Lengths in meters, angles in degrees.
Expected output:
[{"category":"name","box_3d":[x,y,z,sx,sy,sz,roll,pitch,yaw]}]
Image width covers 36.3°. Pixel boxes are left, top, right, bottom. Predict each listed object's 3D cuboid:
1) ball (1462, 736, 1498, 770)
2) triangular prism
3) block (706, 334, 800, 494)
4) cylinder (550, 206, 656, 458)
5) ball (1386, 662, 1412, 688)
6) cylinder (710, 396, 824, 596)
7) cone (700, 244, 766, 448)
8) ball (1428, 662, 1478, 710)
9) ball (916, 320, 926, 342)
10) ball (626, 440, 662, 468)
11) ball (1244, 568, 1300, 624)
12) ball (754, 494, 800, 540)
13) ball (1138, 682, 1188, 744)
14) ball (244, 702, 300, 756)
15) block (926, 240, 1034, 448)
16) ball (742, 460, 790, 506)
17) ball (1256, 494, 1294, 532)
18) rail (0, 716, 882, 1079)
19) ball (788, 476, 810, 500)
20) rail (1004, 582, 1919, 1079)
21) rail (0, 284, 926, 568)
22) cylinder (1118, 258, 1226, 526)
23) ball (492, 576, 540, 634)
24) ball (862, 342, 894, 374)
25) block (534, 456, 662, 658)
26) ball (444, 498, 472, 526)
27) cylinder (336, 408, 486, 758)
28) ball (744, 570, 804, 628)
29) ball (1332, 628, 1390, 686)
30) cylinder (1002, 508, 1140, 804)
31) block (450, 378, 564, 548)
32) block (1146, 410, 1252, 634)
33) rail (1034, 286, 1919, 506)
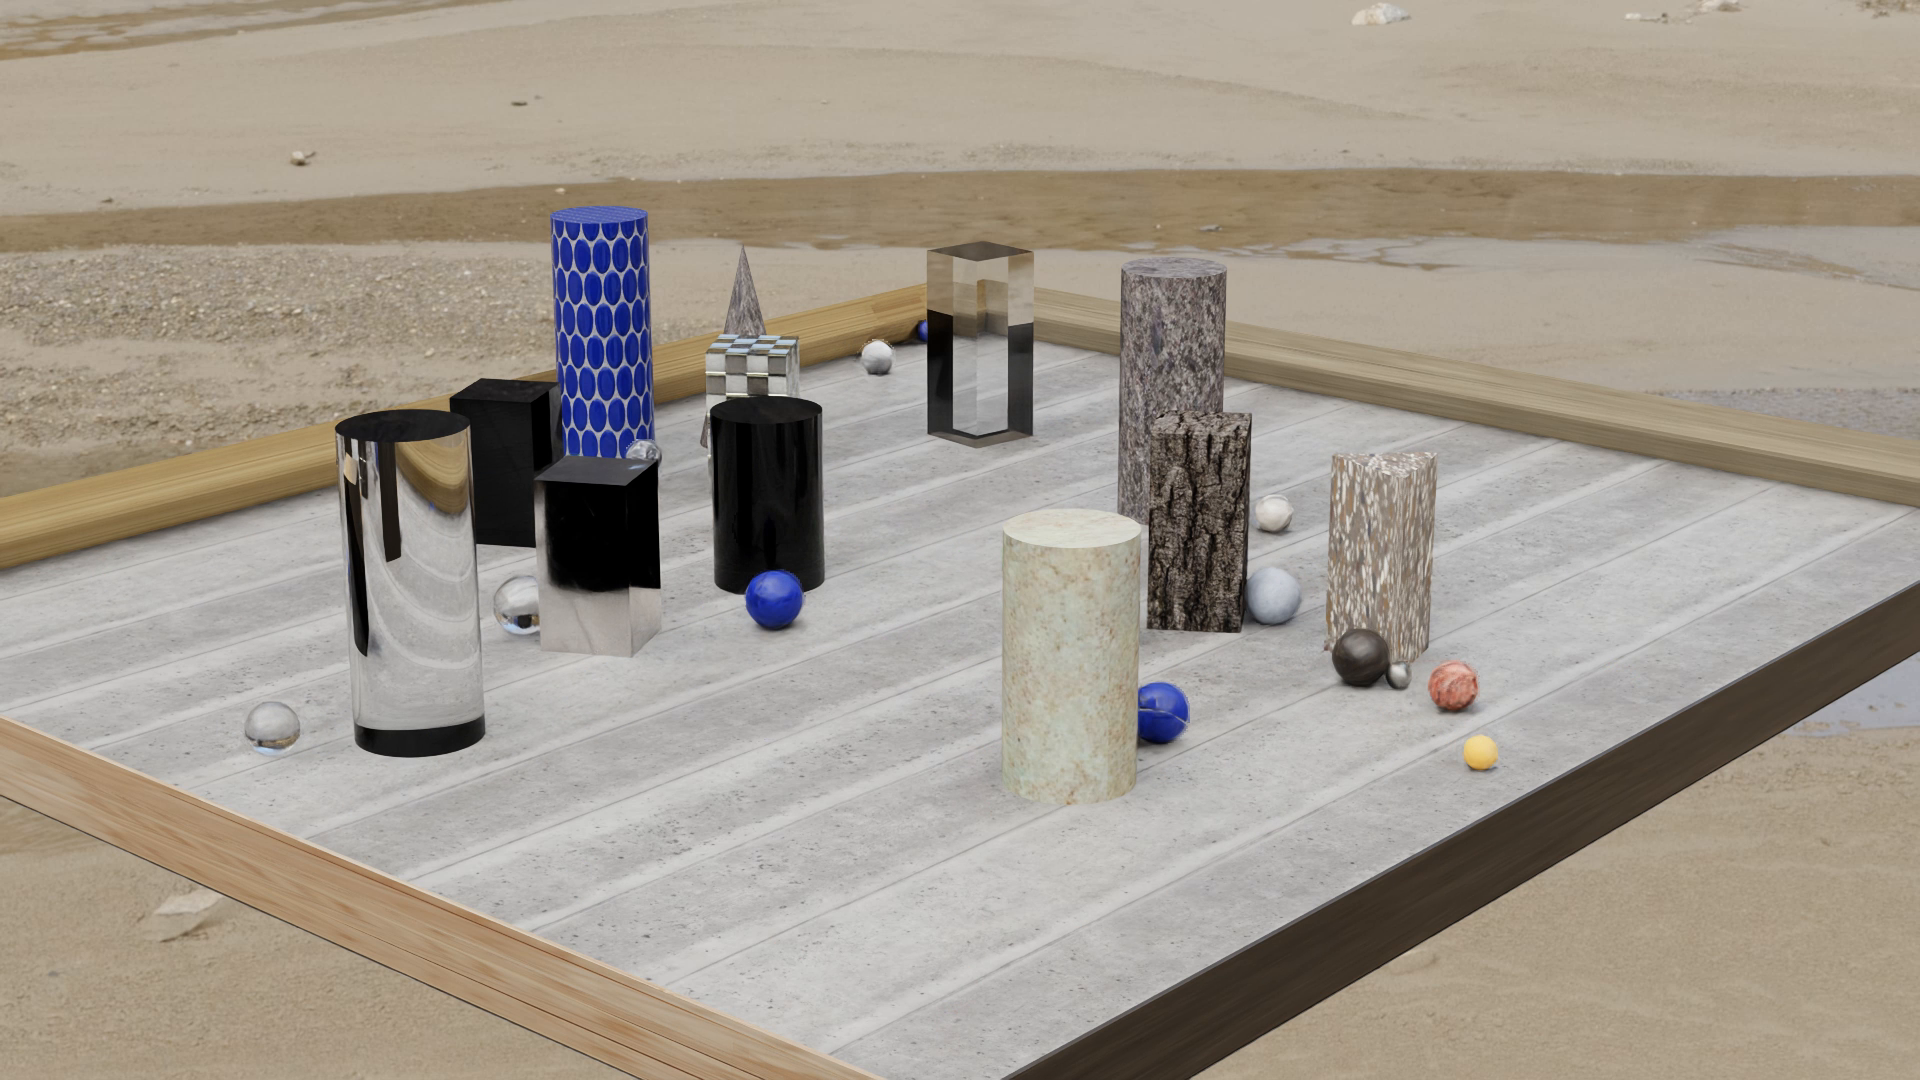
[{"category":"ball","box_3d":[0.767,0.314,4.322,0.052,0.052,0.052,0,17,0]},{"category":"triangular prism","box_3d":[0.713,0.029,4.777,0.148,0.333,0.171,-11,20,-31]},{"category":"block","box_3d":[-0.406,-0.247,5.779,0.158,0.284,0.158,2,17,6]},{"category":"cylinder","box_3d":[-0.730,-0.422,6.000,0.197,0.492,0.197,0,17,0]},{"category":"ball","box_3d":[0.698,0.215,4.665,0.042,0.042,0.042,0,17,0]},{"category":"cylinder","box_3d":[-0.339,-0.079,5.172,0.197,0.312,0.197,0,17,0]},{"category":"cone","box_3d":[-0.445,-0.408,6.074,0.197,0.422,0.197,0,17,0]},{"category":"ball","box_3d":[0.768,0.227,4.565,0.077,0.077,0.077,0,17,0]},{"category":"ball","box_3d":[-0.077,-0.498,7.014,0.053,0.053,0.053,0,17,0]},{"category":"ball","box_3d":[-0.633,-0.164,5.873,0.071,0.071,0.071,0,17,0]},{"category":"ball","box_3d":[0.529,0.094,4.972,0.096,0.096,0.096,0,17,0]},{"category":"ball","box_3d":[-0.340,-0.044,5.451,0.085,0.085,0.085,0,17,0]},{"category":"ball","box_3d":[0.299,0.261,4.428,0.092,0.092,0.092,0,17,0]},{"category":"ball","box_3d":[-1.026,0.282,4.376,0.082,0.082,0.082,0,17,0]},{"category":"block","box_3d":[0.042,-0.410,6.129,0.158,0.394,0.158,-14,22,-39]},{"category":"ball","box_3d":[-0.376,-0.110,5.658,0.092,0.092,0.092,0,17,0]},{"category":"ball","box_3d":[0.589,-0.050,5.493,0.072,0.072,0.072,0,17,0]},{"category":"rail","box_3d":[-1.051,0.381,3.961,2.802,0.128,0.045,14,22,39]},{"category":"ball","box_3d":[-0.312,-0.101,5.713,0.044,0.044,0.044,0,17,0]},{"category":"rail","box_3d":[1.040,0.293,4.255,0.045,0.128,3.254,14,22,39]},{"category":"rail","box_3d":[-1.040,-0.228,5.984,0.045,0.128,3.254,14,22,39]},{"category":"cylinder","box_3d":[0.401,-0.281,5.557,0.197,0.478,0.197,0,17,0]},{"category":"ball","box_3d":[-0.734,0.109,4.918,0.099,0.099,0.099,0,17,0]},{"category":"ball","box_3d":[-0.188,-0.417,6.702,0.076,0.076,0.076,0,17,0]},{"category":"block","box_3d":[-0.598,0.026,4.859,0.158,0.293,0.158,4,17,12]},{"category":"ball","box_3d":[-0.948,-0.053,5.536,0.052,0.052,0.052,0,17,0]},{"category":"cylinder","box_3d":[-0.823,0.064,4.398,0.197,0.486,0.197,0,17,0]},{"category":"ball","box_3d":[-0.314,0.100,4.949,0.099,0.099,0.099,0,17,0]},{"category":"ball","box_3d":[0.639,0.186,4.677,0.091,0.091,0.091,0,17,0]},{"category":"cylinder","box_3d":[0.159,0.167,4.234,0.197,0.384,0.197,0,17,0]},{"category":"block","box_3d":[-0.839,-0.144,5.452,0.158,0.276,0.158,4,17,12]},{"category":"block","box_3d":[0.406,-0.033,4.966,0.158,0.342,0.158,3,17,9]},{"category":"rail","box_3d":[1.051,-0.317,6.279,2.802,0.128,0.045,14,22,39]}]
